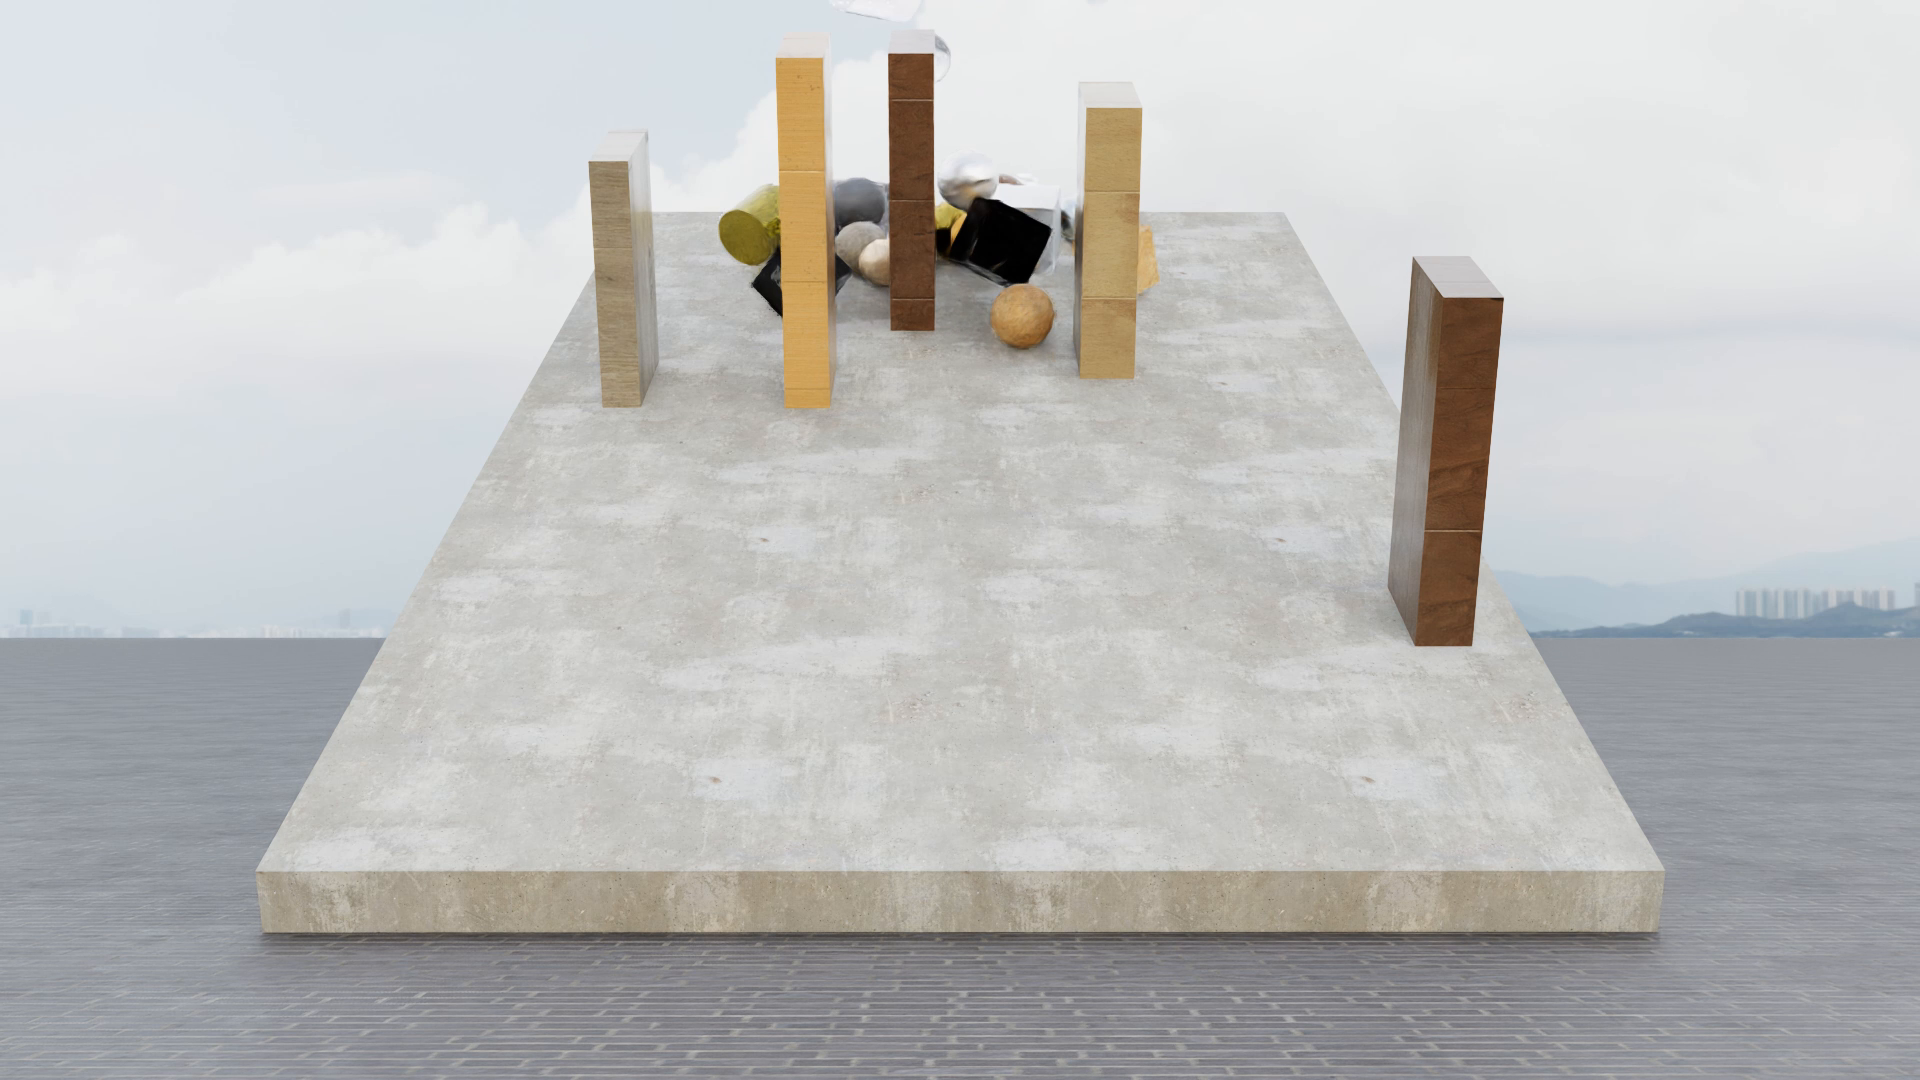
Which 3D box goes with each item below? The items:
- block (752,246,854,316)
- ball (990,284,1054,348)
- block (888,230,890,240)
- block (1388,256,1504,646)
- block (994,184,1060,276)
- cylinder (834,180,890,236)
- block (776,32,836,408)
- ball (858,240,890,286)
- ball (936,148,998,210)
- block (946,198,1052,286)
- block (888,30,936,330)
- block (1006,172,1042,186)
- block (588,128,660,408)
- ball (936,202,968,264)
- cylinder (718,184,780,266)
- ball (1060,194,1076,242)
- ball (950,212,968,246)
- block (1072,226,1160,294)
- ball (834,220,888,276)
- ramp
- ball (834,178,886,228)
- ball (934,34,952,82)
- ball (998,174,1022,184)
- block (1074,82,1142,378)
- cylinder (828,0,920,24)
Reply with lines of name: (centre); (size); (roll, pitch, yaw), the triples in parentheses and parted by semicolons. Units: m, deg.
block: (-0.400, -0.666, 5.826); (0.153, 0.153, 0.153); (-48, -6, 34)
ball: (0.153, -0.551, 5.621); (0.157, 0.157, 0.157); (0, -2, 0)
block: (-0.139, -0.793, 6.277); (0.110, 0.110, 0.110); (4, 20, -9)
block: (0.839, -0.155, 3.982); (0.099, 0.625, 0.269); (0, 22, 0)
block: (0.173, -0.859, 6.328); (0.191, 0.191, 0.191); (3, 28, 7)
cylinder: (-0.286, -0.952, 6.602); (0.164, 0.164, 0.164); (8, 2, 27)
block: (-0.346, -0.730, 5.210); (0.102, 0.789, 0.350); (0, 22, 0)
ball: (-0.209, -0.742, 6.134); (0.124, 0.124, 0.124); (0, -2, 0)
ball: (0.021, -0.971, 6.171); (0.167, 0.167, 0.167); (0, -2, 0)
block: (0.099, -0.742, 5.731); (0.166, 0.166, 0.166); (25, 0, -21)
block: (-0.120, -0.917, 5.813); (0.111, 0.694, 0.362); (0, 22, 0)
block: (0.166, -1.006, 6.789); (0.130, 0.130, 0.130); (-3, 28, -9)
block: (-0.768, -0.628, 5.256); (0.086, 0.564, 0.357); (0, 22, 0)
ball: (-0.008, -0.861, 6.373); (0.179, 0.179, 0.179); (0, -2, 0)
cylinder: (-0.556, -0.879, 6.384); (0.169, 0.169, 0.169); (-2, 31, 34)
ball: (0.340, -0.926, 6.587); (0.144, 0.144, 0.144); (0, -2, 0)
ball: (0.050, -0.795, 6.039); (0.154, 0.154, 0.154); (0, -2, 0)
block: (0.411, -0.733, 6.042); (0.151, 0.151, 0.151); (8, 29, 38)
ball: (-0.267, -0.796, 6.247); (0.150, 0.150, 0.150); (0, -2, 0)
ramp: (-0.006, -0.218, 5.125); (2.000, 0.100, 4.000); (0, 22, 0)
ball: (-0.281, -0.925, 6.323); (0.152, 0.152, 0.152); (0, -2, 0)
ball: (-0.101, -1.409, 6.698); (0.154, 0.154, 0.154); (0, -2, 0)
ball: (0.110, -0.943, 6.516); (0.199, 0.199, 0.199); (0, -2, 0)
block: (0.347, -0.738, 5.437); (0.128, 0.640, 0.327); (0, 22, 0)
cylinder: (-0.250, -1.645, 6.743); (0.210, 0.210, 0.210); (3, -3, -35)
